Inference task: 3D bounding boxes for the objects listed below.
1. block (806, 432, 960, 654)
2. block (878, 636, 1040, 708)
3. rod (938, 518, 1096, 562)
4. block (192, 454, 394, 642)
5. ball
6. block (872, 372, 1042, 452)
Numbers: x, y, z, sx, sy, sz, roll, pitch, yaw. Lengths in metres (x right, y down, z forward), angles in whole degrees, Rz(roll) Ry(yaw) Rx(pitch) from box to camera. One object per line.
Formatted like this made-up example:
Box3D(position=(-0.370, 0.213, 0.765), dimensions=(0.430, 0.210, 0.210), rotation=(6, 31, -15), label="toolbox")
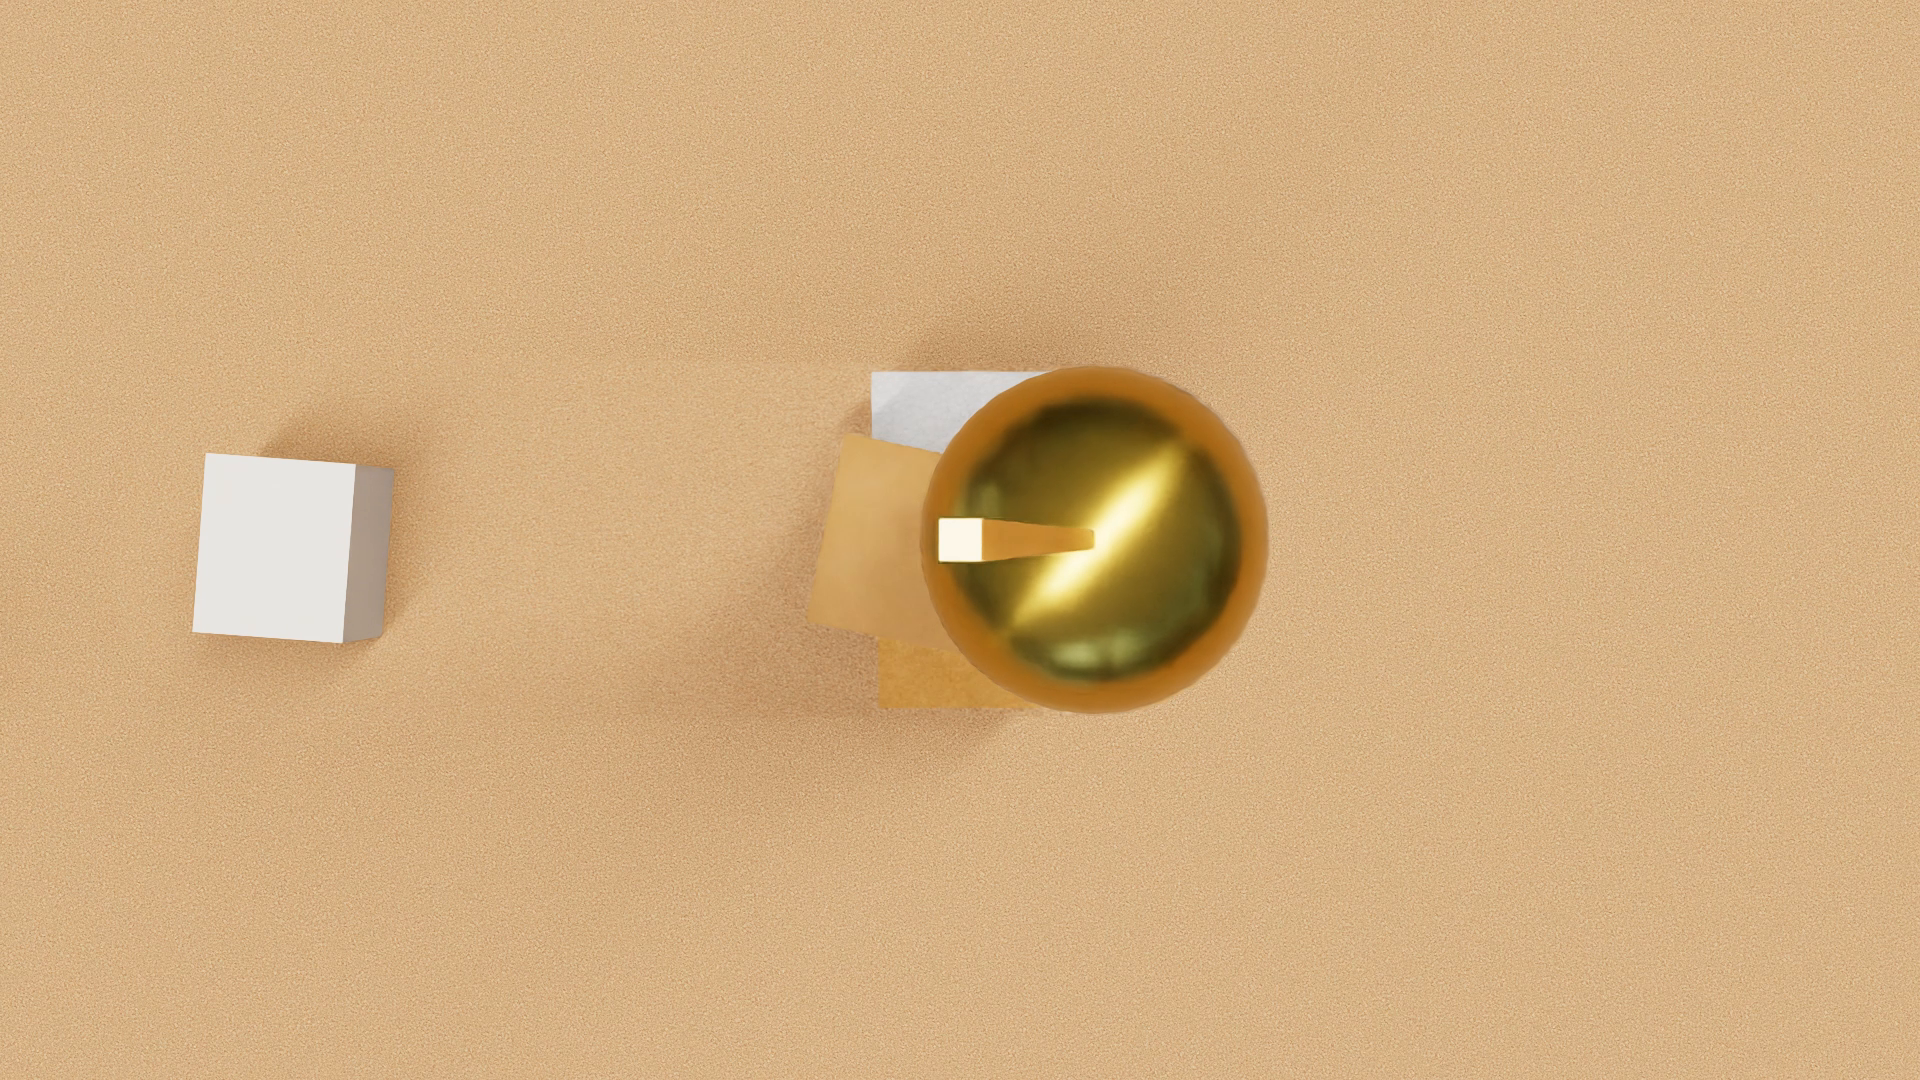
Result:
Box3D(position=(-0.237, 0.010, 11.550), dimensions=(0.902, 0.923, 0.971), rotation=(12, 92, 0), label="block")
Box3D(position=(-0.005, 0.440, 12.516), dimensions=(0.881, 0.967, 0.956), rotation=(0, 90, 0), label="block")
Box3D(position=(0.265, 0.000, 6.681), dimensions=(0.080, 5.200, 0.080), rotation=(0, 90, 6), label="rod")
Box3D(position=(-3.795, 0.044, 12.583), dimensions=(0.830, 0.834, 0.992), rotation=(4, 90, 0), label="block")
Box3D(position=(0.612, 0.000, 10.064), dimensions=(1.600, 1.600, 1.600), rotation=(0, 90, 0), label="ball")
Box3D(position=(-0.006, -0.483, 12.505), dimensions=(0.956, 0.990, 0.869), rotation=(0, 90, 0), label="block")
